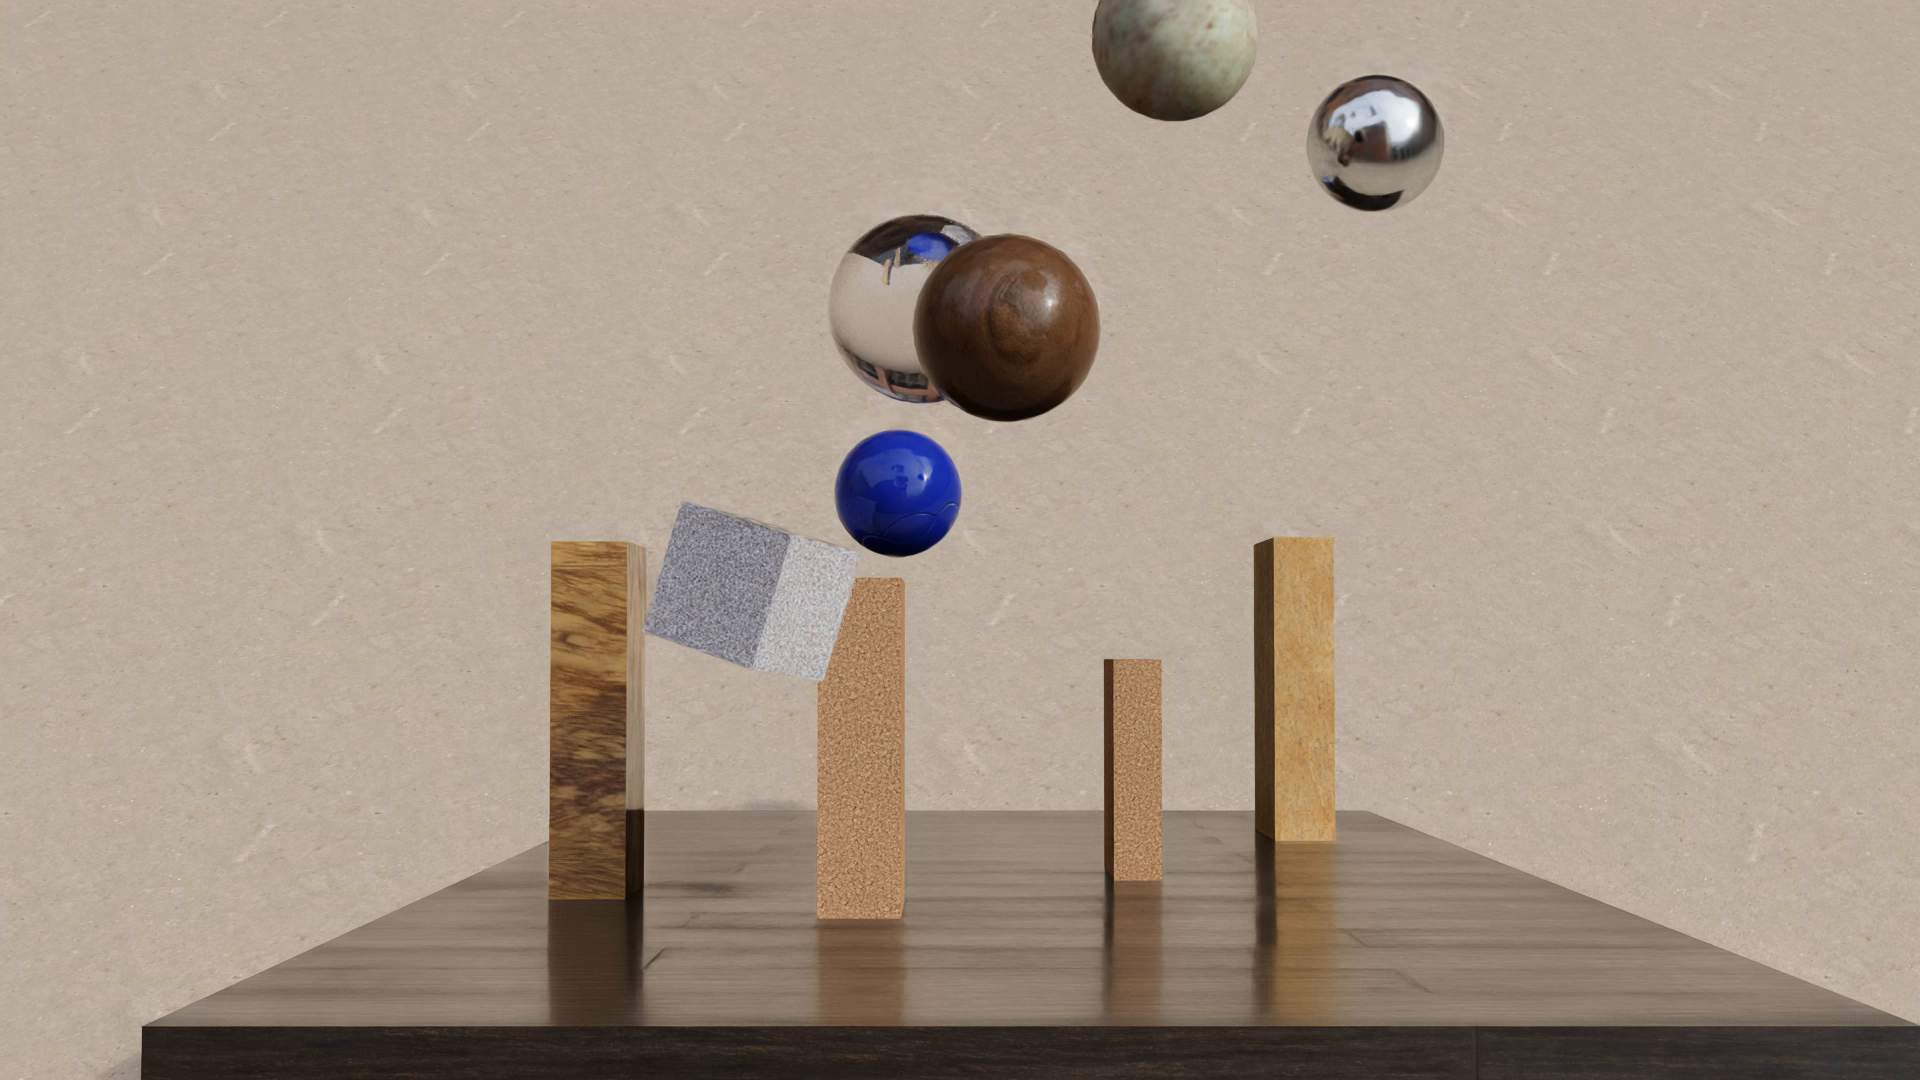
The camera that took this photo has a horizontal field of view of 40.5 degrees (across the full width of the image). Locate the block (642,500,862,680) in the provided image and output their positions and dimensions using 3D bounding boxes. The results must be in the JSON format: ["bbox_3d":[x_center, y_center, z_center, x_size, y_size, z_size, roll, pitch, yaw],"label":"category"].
[{"bbox_3d":[-0.248,0.062,3.116,0.162,0.162,0.162,17,1,29],"label":"block"}]

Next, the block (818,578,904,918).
[{"bbox_3d":[-0.160,0.335,4.262,0.132,0.538,0.289,0,-2,0],"label":"block"}]

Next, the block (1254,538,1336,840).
[{"bbox_3d":[0.770,0.341,6.016,0.134,0.678,0.400,0,-2,0],"label":"block"}]

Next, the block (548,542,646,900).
[{"bbox_3d":[-0.635,0.313,4.570,0.130,0.610,0.262,0,-2,0],"label":"block"}]

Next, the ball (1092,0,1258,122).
[{"bbox_3d":[0.192,-0.449,2.322,0.149,0.149,0.149,0,37,0],"label":"ball"}]

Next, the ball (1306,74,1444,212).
[{"bbox_3d":[0.427,-0.407,2.673,0.140,0.140,0.140,0,37,0],"label":"ball"}]

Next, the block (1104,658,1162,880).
[{"bbox_3d":[0.328,0.431,4.963,0.089,0.407,0.324,0,-2,0],"label":"block"}]

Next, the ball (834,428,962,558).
[{"bbox_3d":[-0.076,-0.058,3.192,0.157,0.157,0.157,0,37,0],"label":"ball"}]

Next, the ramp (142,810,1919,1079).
[{"bbox_3d":[0.081,0.683,4.917,2.000,0.100,4.000,0,-2,0],"label":"ramp"}]

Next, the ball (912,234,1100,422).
[{"bbox_3d":[0.045,-0.204,2.504,0.181,0.181,0.181,0,37,0],"label":"ball"}]

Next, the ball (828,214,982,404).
[{"bbox_3d":[-0.039,-0.237,2.668,0.194,0.194,0.194,0,37,0],"label":"ball"}]
